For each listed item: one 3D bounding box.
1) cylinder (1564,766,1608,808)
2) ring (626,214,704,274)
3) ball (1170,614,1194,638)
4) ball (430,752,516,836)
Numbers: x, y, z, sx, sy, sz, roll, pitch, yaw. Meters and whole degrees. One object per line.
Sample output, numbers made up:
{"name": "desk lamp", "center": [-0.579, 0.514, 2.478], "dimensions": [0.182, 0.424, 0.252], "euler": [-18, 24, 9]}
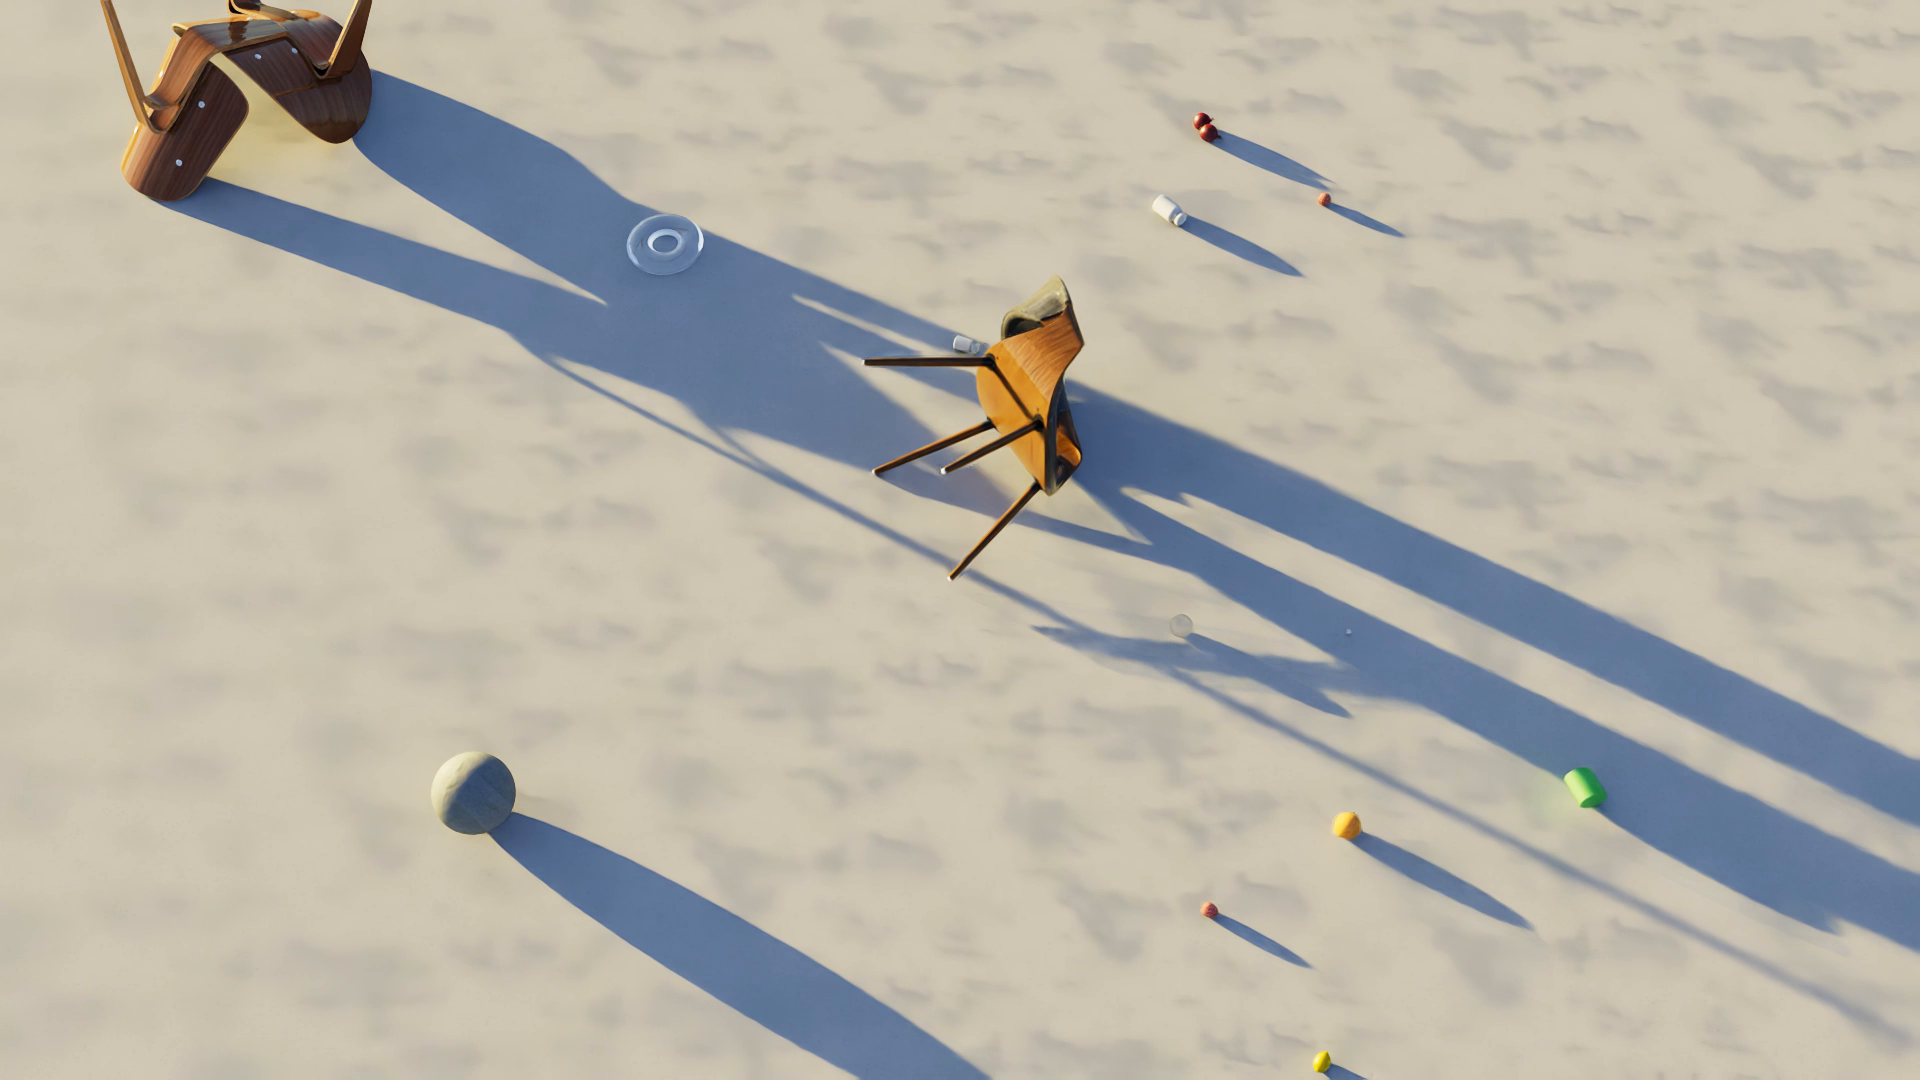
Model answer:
{"name": "cylinder", "center": [1.726, 0.682, 6.063], "dimensions": [0.105, 0.072, 0.087], "euler": [11, 43, -45]}
{"name": "ring", "center": [-0.965, -0.969, 7.194], "dimensions": [0.250, 0.051, 0.256], "euler": [23, 60, 14]}
{"name": "ball", "center": [0.641, 0.249, 6.365], "dimensions": [0.069, 0.069, 0.069], "euler": [0, 56, 0]}
{"name": "ball", "center": [-1.322, 0.688, 5.976], "dimensions": [0.226, 0.226, 0.226], "euler": [0, 56, 0]}
